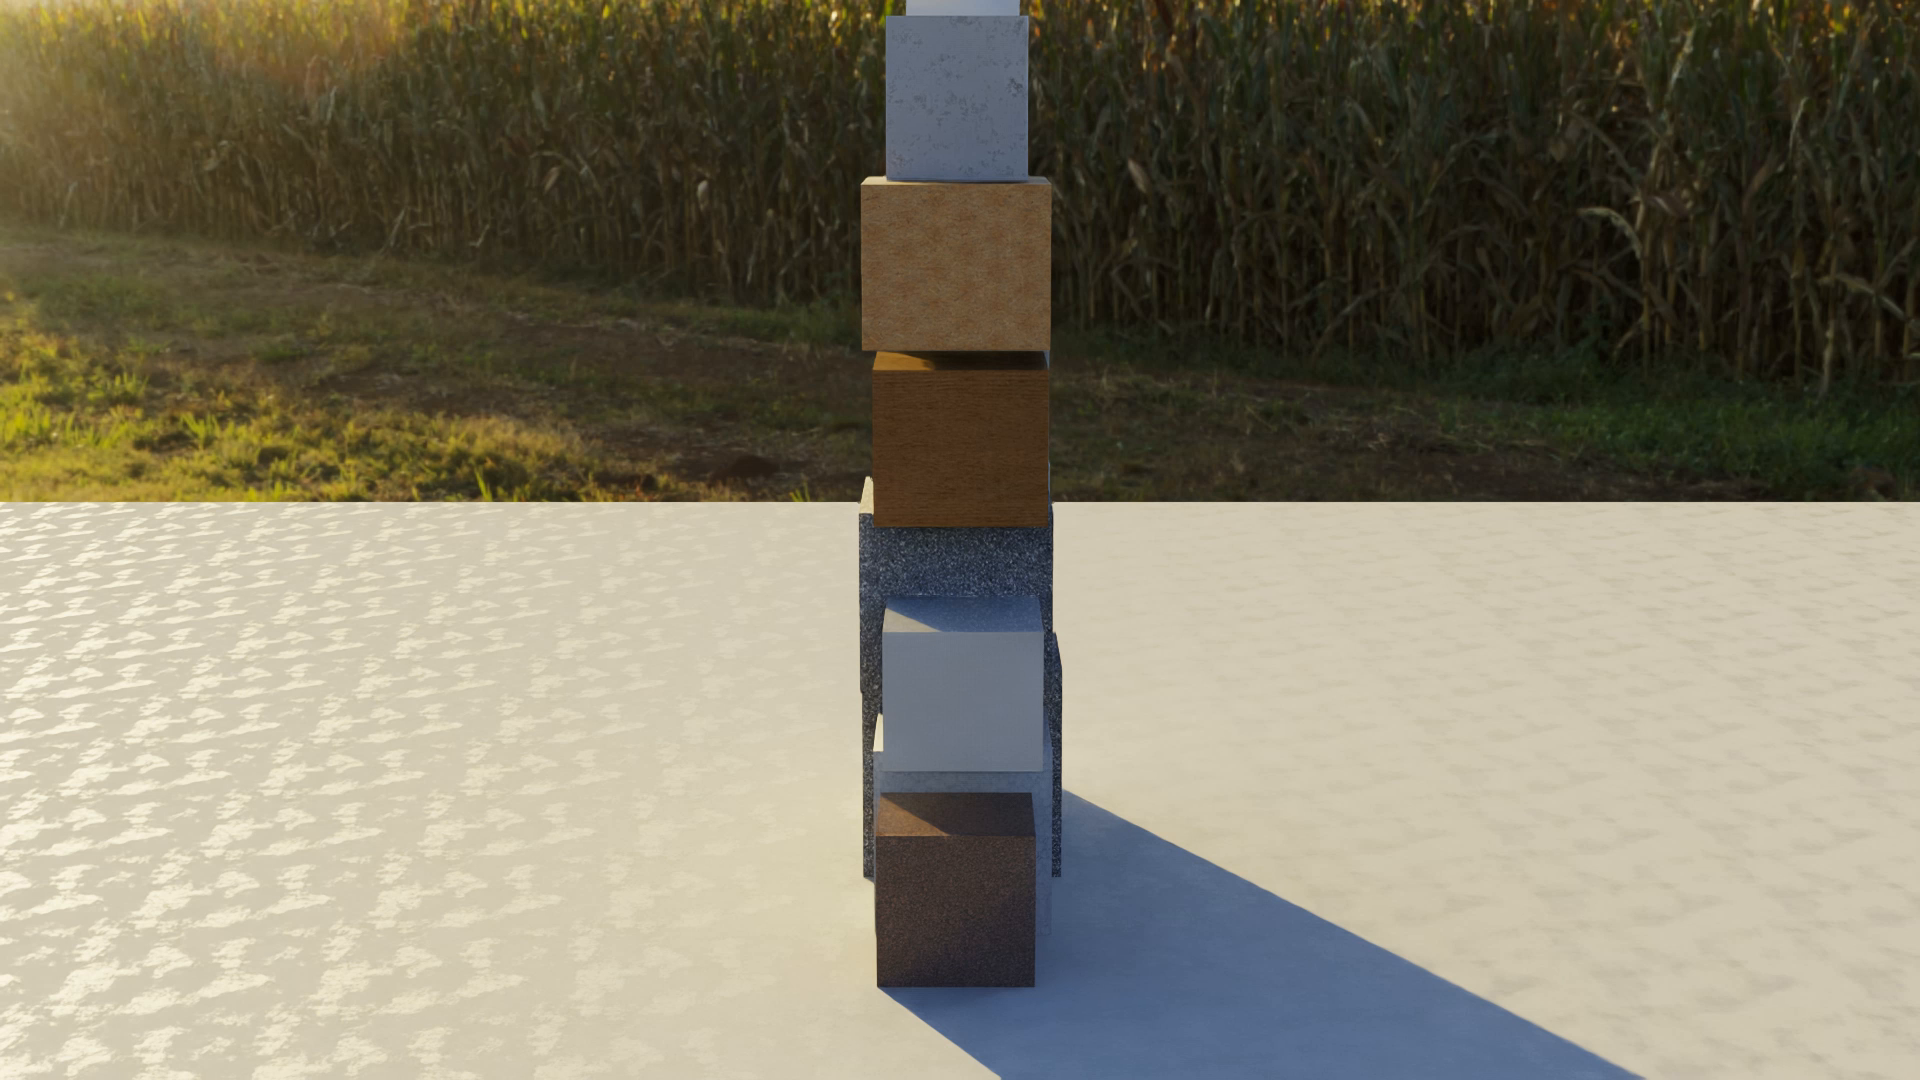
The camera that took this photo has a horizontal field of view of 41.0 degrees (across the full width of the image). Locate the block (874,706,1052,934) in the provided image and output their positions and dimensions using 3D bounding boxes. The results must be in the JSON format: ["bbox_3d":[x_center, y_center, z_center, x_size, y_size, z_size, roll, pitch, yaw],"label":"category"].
[{"bbox_3d":[0.012,1.177,10.904,0.731,0.783,0.766,0,10,0],"label":"block"}]

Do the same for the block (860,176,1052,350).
[{"bbox_3d":[-0.015,-1.158,10.641,0.759,0.662,0.783,0,10,0],"label":"block"}]

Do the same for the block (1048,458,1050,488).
[{"bbox_3d":[0.014,-0.003,11.987,0.784,0.837,0.763,0,10,0],"label":"block"}]

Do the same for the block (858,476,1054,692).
[{"bbox_3d":[-0.016,0.179,11.168,0.811,0.770,0.880,0,11,0],"label":"block"}]

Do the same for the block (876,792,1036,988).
[{"bbox_3d":[-0.016,1.386,10.234,0.617,0.612,0.607,0,10,0],"label":"block"}]

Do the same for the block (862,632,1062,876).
[{"bbox_3d":[0.009,0.959,11.666,0.876,0.940,0.790,0,10,0],"label":"block"}]

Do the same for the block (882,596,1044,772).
[{"bbox_3d":[0.012,0.577,10.440,0.633,0.564,0.688,0,10,0],"label":"block"}]

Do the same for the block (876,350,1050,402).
[{"bbox_3d":[0.012,-0.654,11.431,0.742,0.648,0.780,0,14,0],"label":"block"}]

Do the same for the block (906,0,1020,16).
[{"bbox_3d":[0.011,-2.419,10.719,0.465,0.478,0.474,0,9,0],"label":"block"}]

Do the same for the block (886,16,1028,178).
[{"bbox_3d":[-0.012,-1.860,10.809,0.582,0.655,0.678,0,9,0],"label":"block"}]

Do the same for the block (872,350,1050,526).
[{"bbox_3d":[0.003,-0.440,10.679,0.706,0.636,0.754,0,11,0],"label":"block"}]
